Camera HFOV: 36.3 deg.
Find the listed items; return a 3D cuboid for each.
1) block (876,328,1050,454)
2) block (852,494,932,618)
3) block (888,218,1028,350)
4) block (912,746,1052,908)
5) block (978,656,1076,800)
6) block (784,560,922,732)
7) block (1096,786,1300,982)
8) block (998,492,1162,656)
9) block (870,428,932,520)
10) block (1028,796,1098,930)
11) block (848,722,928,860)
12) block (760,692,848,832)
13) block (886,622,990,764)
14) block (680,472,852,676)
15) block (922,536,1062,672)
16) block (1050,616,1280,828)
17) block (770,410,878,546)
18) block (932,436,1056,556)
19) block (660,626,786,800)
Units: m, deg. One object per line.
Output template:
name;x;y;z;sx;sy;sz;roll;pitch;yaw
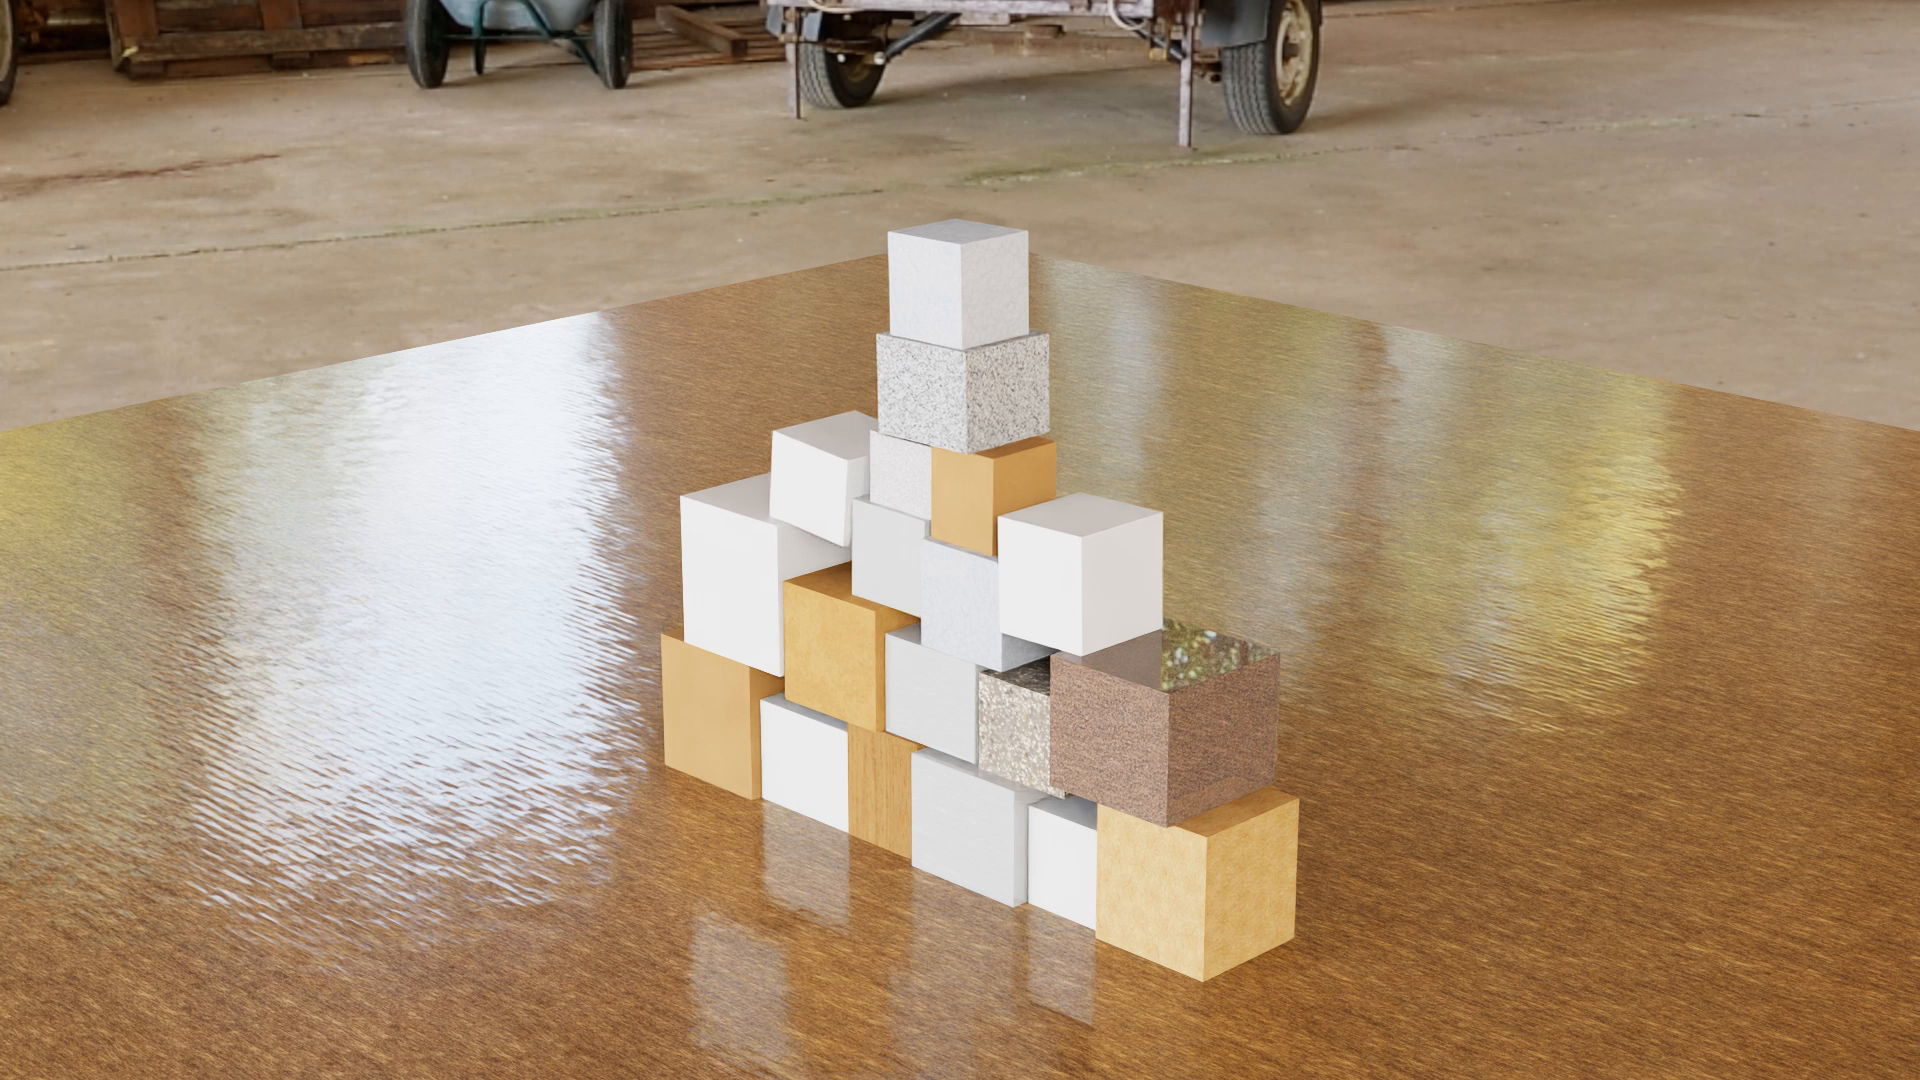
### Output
block;0.015;-0.702;13.130;0.526;0.455;0.560;-17;23;-42
block;-0.185;0.040;13.521;0.408;0.463;0.477;-17;25;-42
block;-0.005;-1.138;12.985;0.420;0.464;0.452;-17;23;-42
block;0.234;1.240;13.466;0.639;0.560;0.652;-17;24;-42
block;0.446;0.812;13.133;0.495;0.456;0.527;-17;24;-42
block;-0.398;0.478;13.890;0.603;0.594;0.629;-17;24;-42
block;1.026;1.424;12.712;0.611;0.661;0.616;-17;24;-42
block;0.529;0.142;12.814;0.522;0.529;0.491;-17;22;-42
block;-0.128;-0.336;13.385;0.400;0.338;0.399;18;25;42
block;0.653;1.395;13.120;0.531;0.471;0.454;-17;24;-42
block;-0.171;1.109;13.844;0.539;0.582;0.467;-17;24;-42
block;-0.556;1.024;14.233;0.541;0.512;0.619;-17;24;-42
block;0.048;0.662;13.502;0.528;0.476;0.581;-17;24;-42
block;-0.863;0.146;14.299;0.686;0.751;0.702;-17;24;-42
block;0.191;0.235;13.232;0.527;0.503;0.505;-17;24;-42
block;0.883;0.775;12.673;0.726;0.601;0.674;-17;24;-42
block;-0.522;-0.296;13.791;0.522;0.420;0.512;-17;29;-42
block;0.150;-0.225;13.113;0.405;0.445;0.386;-17;24;-42
block;-1.018;0.798;14.642;0.652;0.698;0.663;-17;24;-42
